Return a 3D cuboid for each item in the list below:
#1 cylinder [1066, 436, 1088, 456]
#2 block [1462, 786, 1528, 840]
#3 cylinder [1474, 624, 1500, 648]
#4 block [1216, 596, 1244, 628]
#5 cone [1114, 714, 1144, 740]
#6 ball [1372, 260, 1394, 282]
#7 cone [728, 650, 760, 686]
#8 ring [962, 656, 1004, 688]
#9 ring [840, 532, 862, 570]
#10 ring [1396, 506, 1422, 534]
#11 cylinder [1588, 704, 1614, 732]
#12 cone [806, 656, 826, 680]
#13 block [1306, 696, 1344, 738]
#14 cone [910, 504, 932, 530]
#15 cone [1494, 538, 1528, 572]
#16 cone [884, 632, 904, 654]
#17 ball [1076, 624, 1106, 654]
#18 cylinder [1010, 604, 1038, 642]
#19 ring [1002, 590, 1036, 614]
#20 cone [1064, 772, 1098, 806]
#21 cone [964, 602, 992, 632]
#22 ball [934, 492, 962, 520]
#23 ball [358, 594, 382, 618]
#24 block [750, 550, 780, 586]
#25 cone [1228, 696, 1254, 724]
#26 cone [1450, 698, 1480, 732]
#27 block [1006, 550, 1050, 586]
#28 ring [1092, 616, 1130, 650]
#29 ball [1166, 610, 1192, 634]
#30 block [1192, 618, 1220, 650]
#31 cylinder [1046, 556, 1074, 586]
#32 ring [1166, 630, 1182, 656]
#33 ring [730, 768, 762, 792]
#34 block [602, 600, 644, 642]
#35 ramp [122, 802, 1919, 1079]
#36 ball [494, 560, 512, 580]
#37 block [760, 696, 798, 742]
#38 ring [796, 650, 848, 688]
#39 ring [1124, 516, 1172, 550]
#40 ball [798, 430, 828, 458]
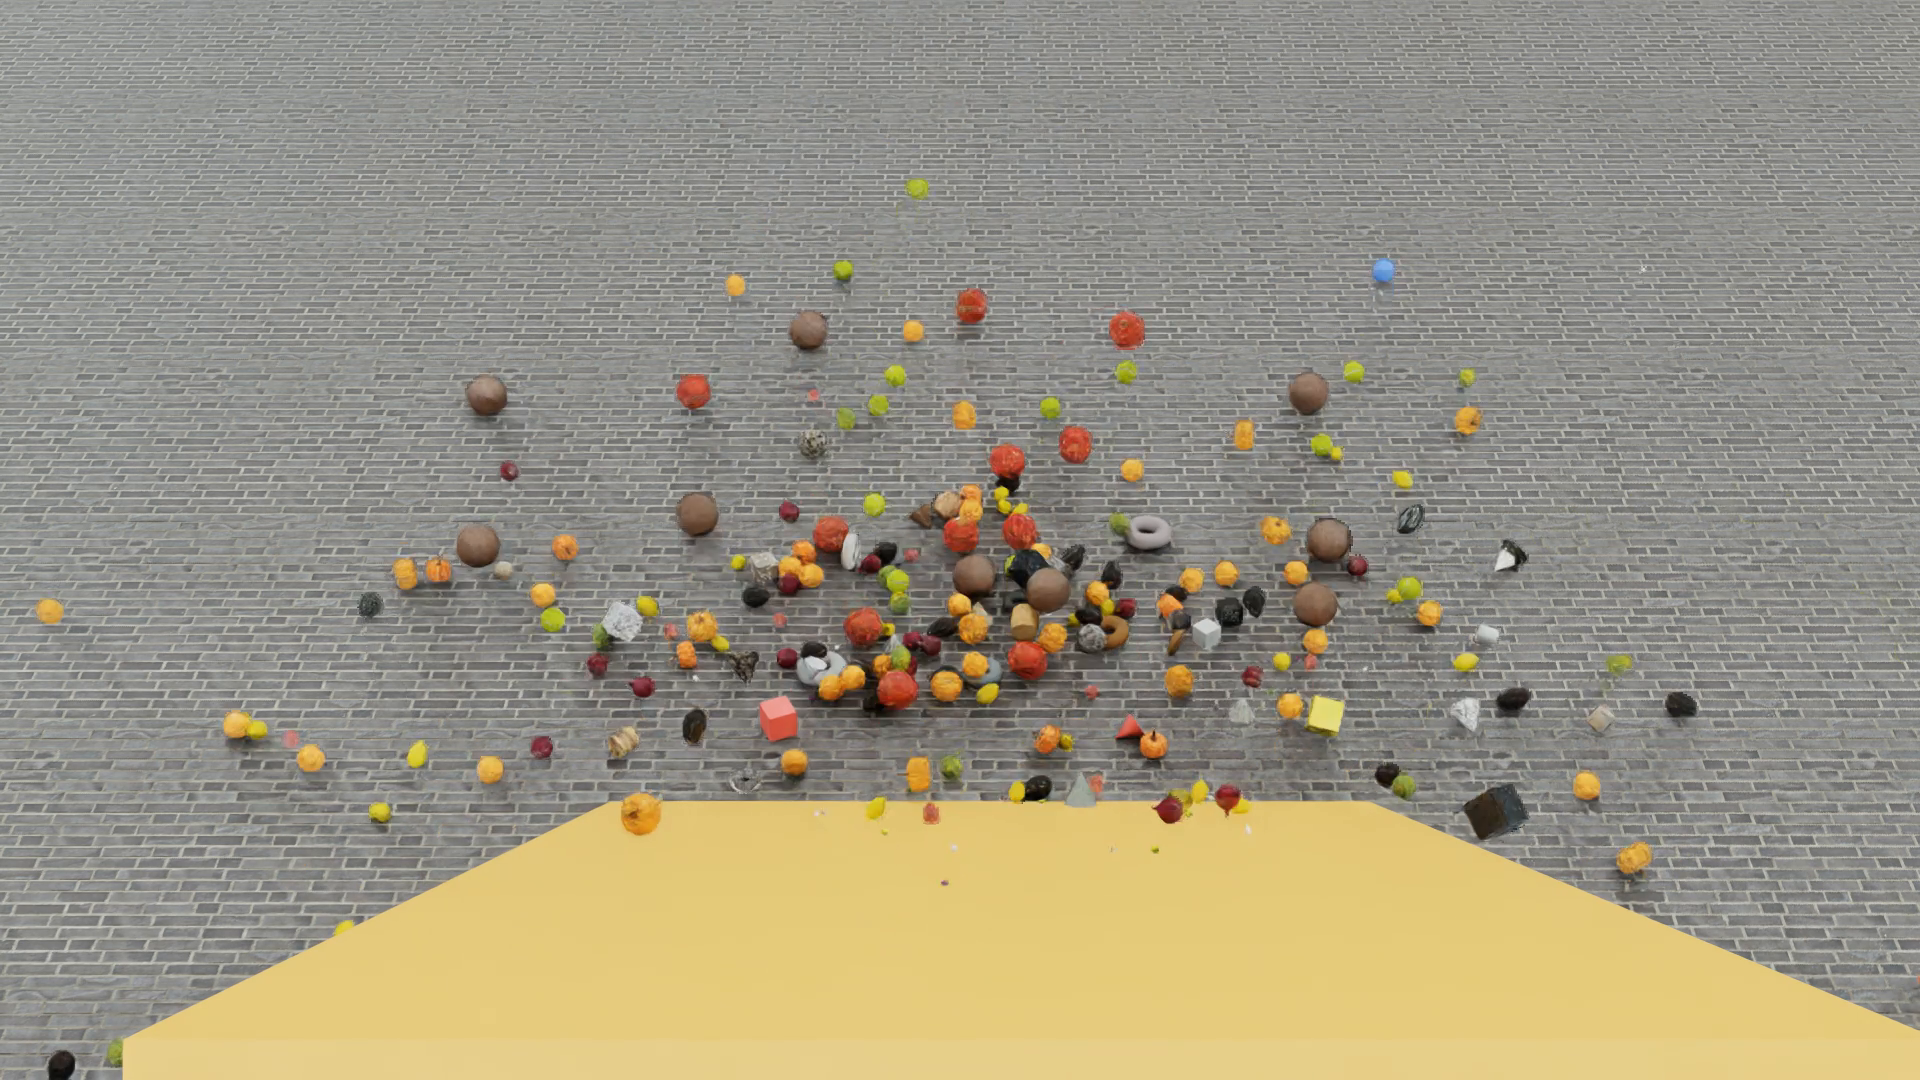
[{"bbox_3d":[0.375,-0.302,8.334,0.054,0.054,0.054,15,38,24],"label":"cylinder"},{"bbox_3d":[1.249,0.636,6.064,0.090,0.090,0.090,-2,61,-48],"label":"block"},{"bbox_3d":[1.521,0.277,7.499,0.055,0.055,0.055,20,38,4],"label":"cylinder"},{"bbox_3d":[0.789,0.212,7.612,0.060,0.060,0.060,-11,37,-15],"label":"block"},{"bbox_3d":[0.458,0.531,7.188,0.075,0.075,0.075,-34,40,1],"label":"cone"},{"bbox_3d":[1.502,-0.954,9.229,0.079,0.079,0.079,0,36,0],"label":"ball"},{"bbox_3d":[-0.610,0.377,7.397,0.092,0.092,0.092,-7,63,-9],"label":"cone"},{"bbox_3d":[0.065,0.376,7.401,0.118,0.039,0.118,1,36,0],"label":"ring"},{"bbox_3d":[-0.328,0.033,7.789,0.037,0.111,0.111,0,33,23],"label":"ring"},{"bbox_3d":[1.374,-0.061,7.940,0.033,0.098,0.098,35,30,-20],"label":"ring"},{"bbox_3d":[1.777,0.494,7.205,0.052,0.052,0.052,32,24,-16],"label":"cylinder"},{"bbox_3d":[-0.413,0.369,7.263,0.062,0.062,0.062,17,26,-9],"label":"cone"},{"bbox_3d":[1.002,0.486,7.140,0.083,0.083,0.083,15,75,4],"label":"block"},{"bbox_3d":[-0.106,-0.058,8.011,0.072,0.072,0.072,-24,71,-30],"label":"cone"},{"bbox_3d":[1.642,0.063,7.835,0.095,0.095,0.095,-43,48,-10],"label":"cone"},{"bbox_3d":[-0.193,0.288,7.508,0.057,0.057,0.057,0,36,0],"label":"cone"},{"bbox_3d":[0.377,0.285,7.458,0.088,0.088,0.088,0,36,0],"label":"ball"},{"bbox_3d":[0.188,0.239,7.540,0.079,0.079,0.079,2,49,3],"label":"cylinder"},{"bbox_3d":[0.175,0.185,7.672,0.102,0.034,0.102,0,37,0],"label":"ring"},{"bbox_3d":[0.311,0.640,6.688,0.087,0.087,0.087,0,-2,0],"label":"cone"},{"bbox_3d":[0.053,0.209,7.597,0.082,0.082,0.082,0,36,0],"label":"cone"},{"bbox_3d":[-0.038,-0.104,8.031,0.088,0.088,0.088,0,36,0],"label":"ball"},{"bbox_3d":[-1.732,0.192,7.632,0.068,0.068,0.068,0,36,0],"label":"ball"},{"bbox_3d":[-0.586,0.085,7.785,0.065,0.065,0.065,-18,39,-23],"label":"block"},{"bbox_3d":[0.787,0.463,7.251,0.072,0.072,0.072,0,36,0],"label":"cone"},{"bbox_3d":[1.411,0.500,7.193,0.088,0.088,0.088,-7,49,-10],"label":"cone"},{"bbox_3d":[0.204,0.084,7.718,0.077,0.077,0.077,-6,46,46],"label":"block"},{"bbox_3d":[0.430,0.268,7.541,0.128,0.043,0.128,-7,39,6],"label":"ring"},{"bbox_3d":[0.637,0.238,7.565,0.072,0.072,0.072,0,36,0],"label":"ball"},{"bbox_3d":[0.714,0.272,7.530,0.057,0.057,0.057,-24,42,-30],"label":"block"},{"bbox_3d":[0.290,0.092,7.772,0.069,0.069,0.069,-29,45,-34],"label":"cylinder"},{"bbox_3d":[0.618,0.294,7.474,0.027,0.080,0.080,23,39,7],"label":"ring"},{"bbox_3d":[-0.581,0.648,7.028,0.088,0.029,0.088,1,35,-1],"label":"ring"},{"bbox_3d":[-0.973,0.235,7.485,0.076,0.076,0.076,26,10,-32],"label":"block"},{"bbox_3d":[0.078,0.670,4.858,2.000,0.100,4.000,0,-2,0],"label":"ramp"},{"bbox_3d":[-1.368,0.091,7.785,0.056,0.056,0.056,0,36,0],"label":"ball"},{"bbox_3d":[-0.504,0.495,7.199,0.080,0.080,0.080,-15,38,-19],"label":"block"},{"bbox_3d":[-0.394,0.367,7.405,0.146,0.049,0.146,0,34,0],"label":"ring"},{"bbox_3d":[0.574,-0.022,7.949,0.150,0.050,0.150,0,34,0],"label":"ring"},{"bbox_3d":[-0.470,-0.306,8.309,0.093,0.093,0.093,0,36,0],"label":"ball"}]
